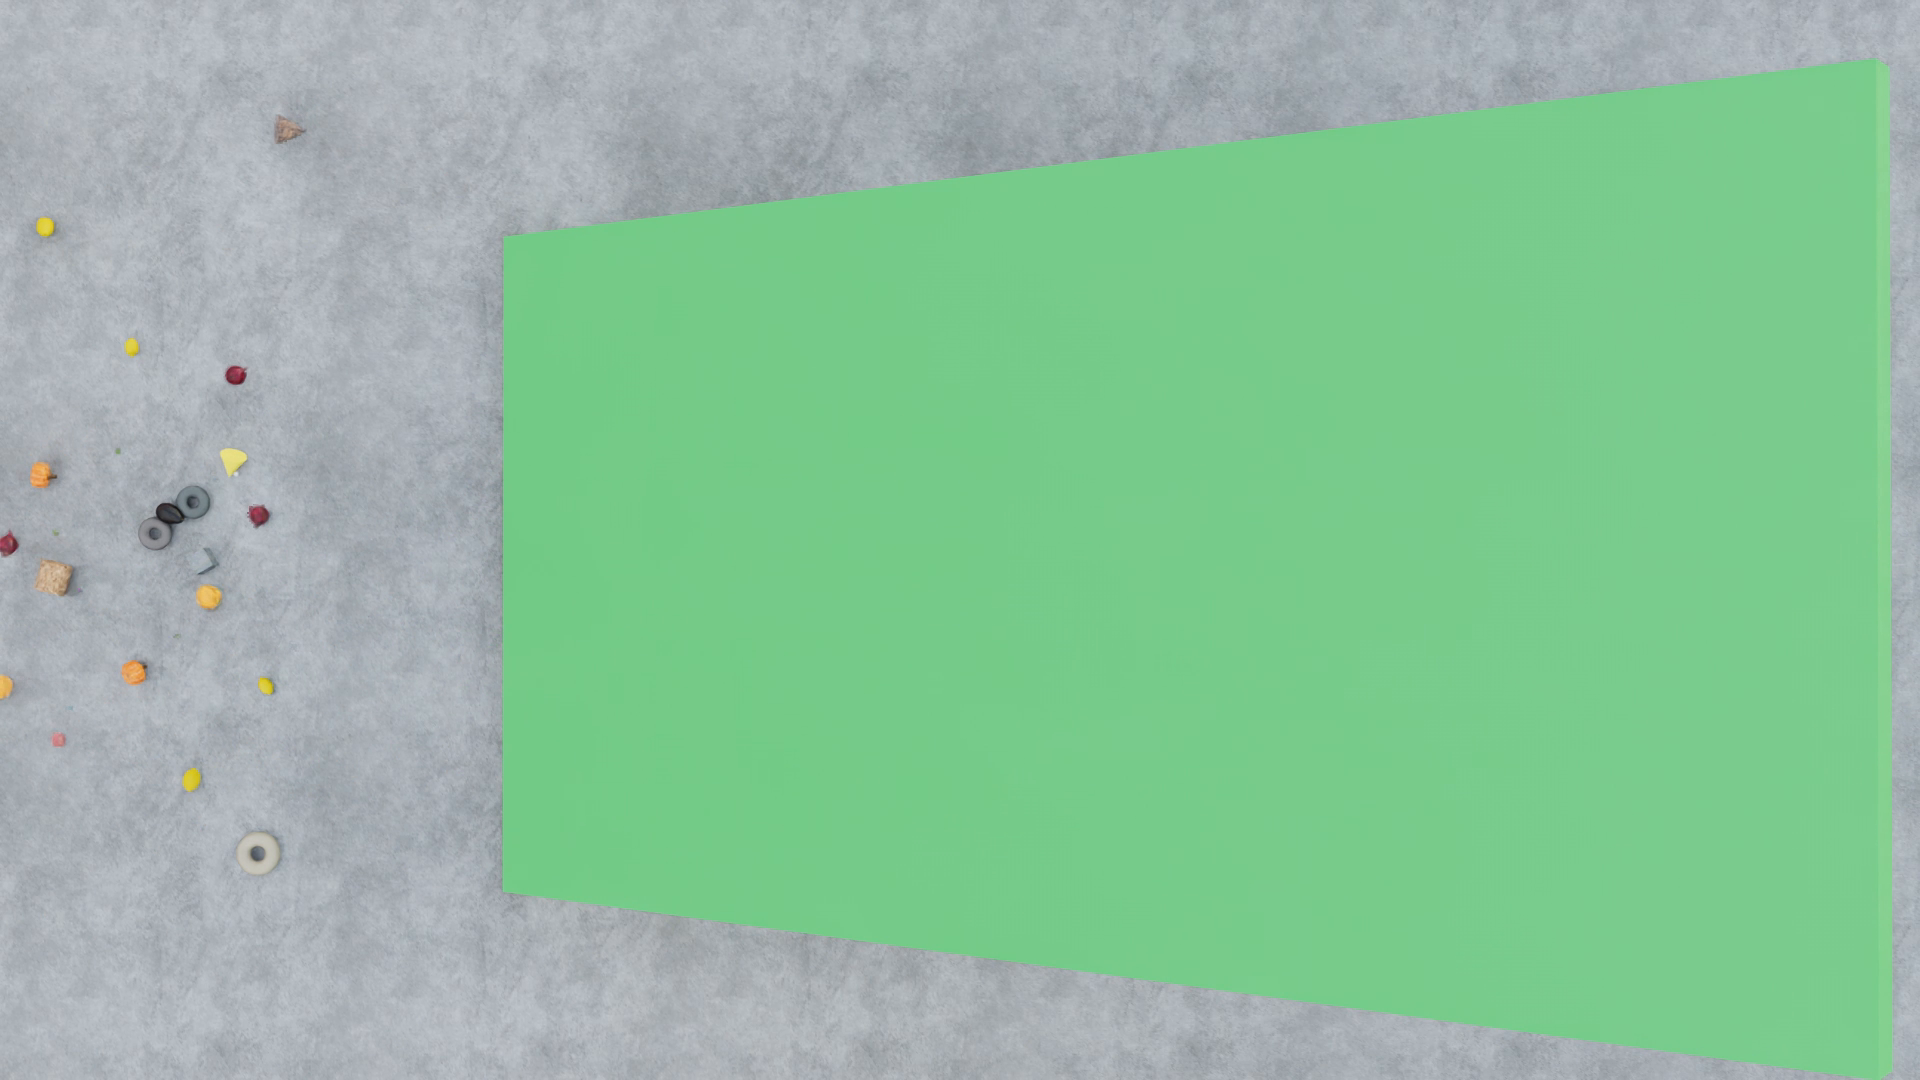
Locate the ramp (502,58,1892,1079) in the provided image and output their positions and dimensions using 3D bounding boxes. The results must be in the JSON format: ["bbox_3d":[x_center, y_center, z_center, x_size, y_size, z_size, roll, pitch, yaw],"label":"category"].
[{"bbox_3d":[0.230,0.065,5.549,4.000,0.100,2.000,0,89,37],"label":"ramp"}]

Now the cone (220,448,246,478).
[{"bbox_3d":[-2.247,-0.227,6.779,0.080,0.080,0.080,22,116,0],"label":"cone"}]

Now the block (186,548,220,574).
[{"bbox_3d":[-2.329,0.066,6.765,0.060,0.060,0.060,-31,90,0],"label":"block"}]

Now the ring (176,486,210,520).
[{"bbox_3d":[-2.365,-0.116,6.779,0.104,0.035,0.104,0,91,-1],"label":"ring"}]

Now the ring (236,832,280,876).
[{"bbox_3d":[-2.159,0.965,6.767,0.136,0.045,0.136,0,88,0],"label":"ring"}]

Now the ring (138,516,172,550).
[{"bbox_3d":[-2.480,-0.020,6.778,0.104,0.035,0.104,0,91,0],"label":"ring"}]

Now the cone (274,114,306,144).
[{"bbox_3d":[-2.062,-1.268,6.784,0.091,0.091,0.091,-1,90,-27],"label":"cone"}]
